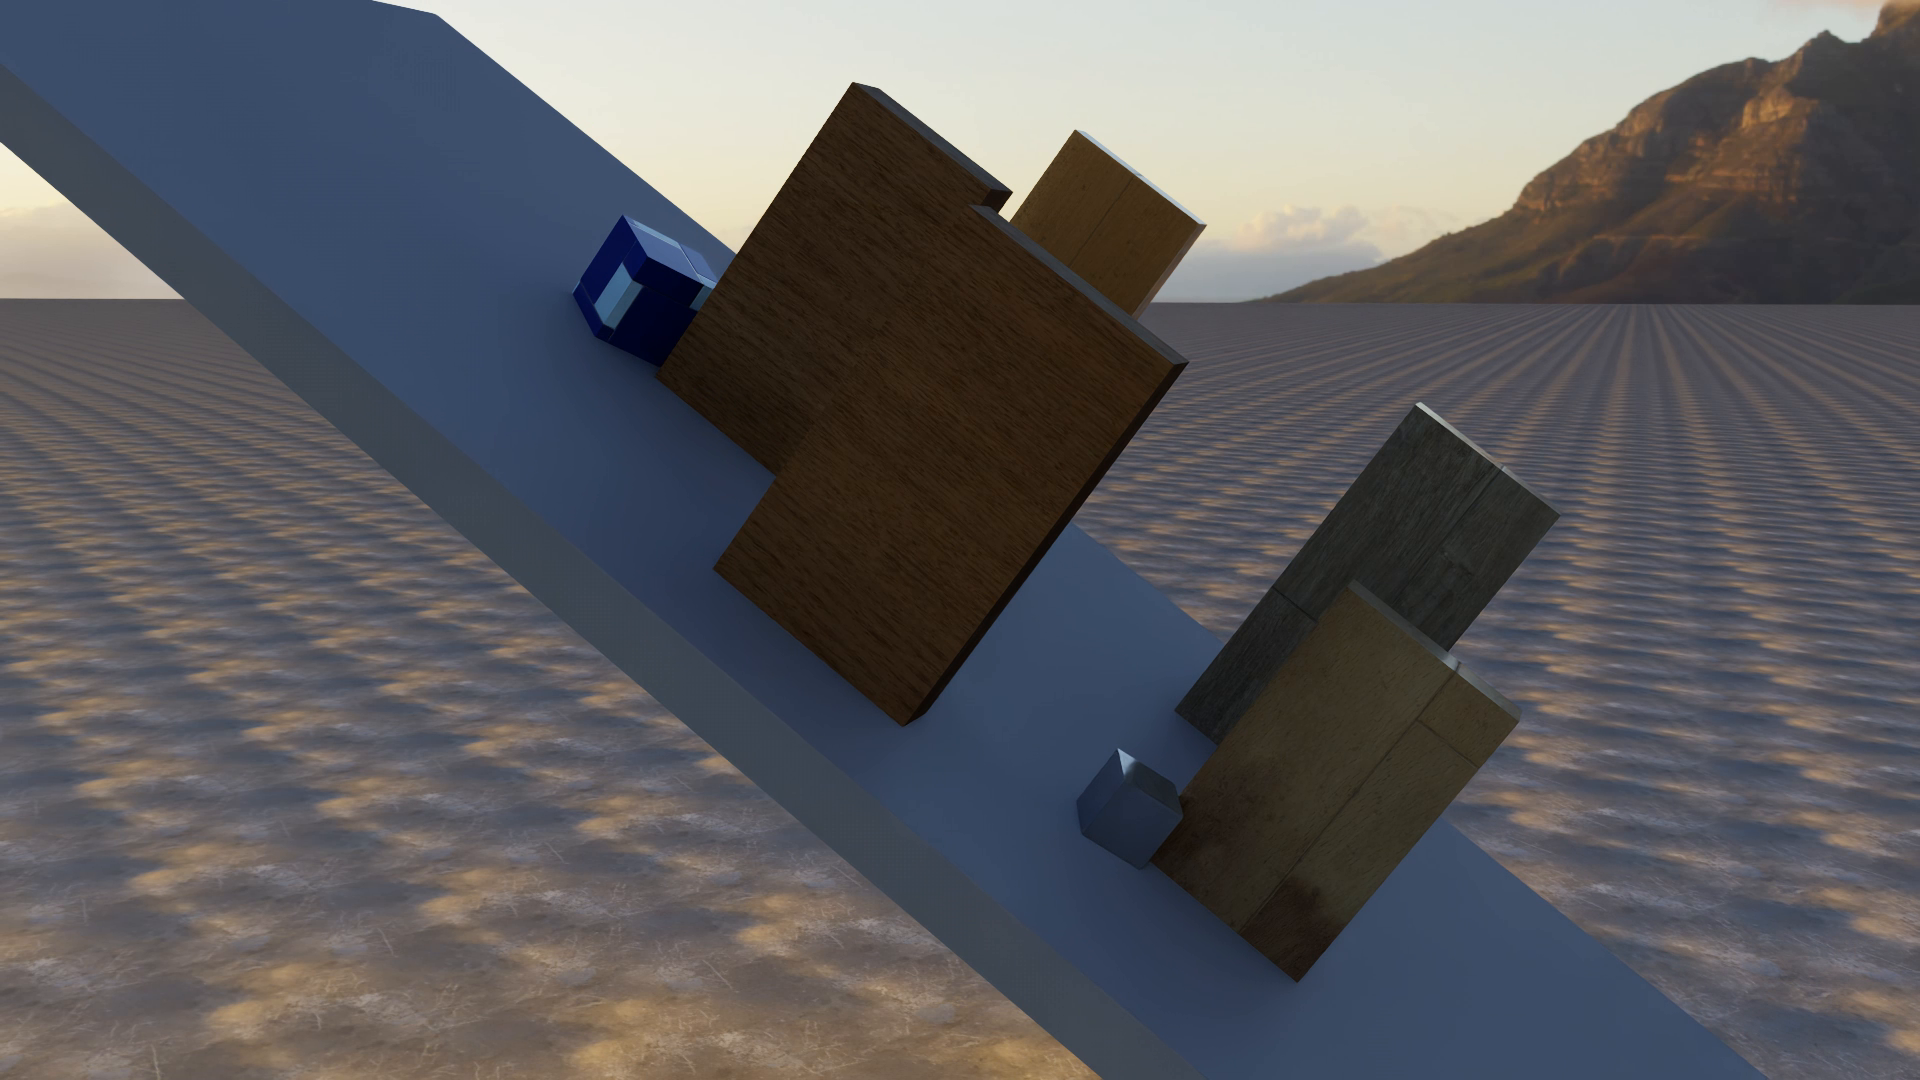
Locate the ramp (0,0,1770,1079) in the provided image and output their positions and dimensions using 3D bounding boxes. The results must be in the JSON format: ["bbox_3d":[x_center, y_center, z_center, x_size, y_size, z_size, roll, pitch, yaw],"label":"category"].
[{"bbox_3d":[-0.058,0.119,4.067,4.000,0.100,2.000,39,16,9],"label":"ramp"}]

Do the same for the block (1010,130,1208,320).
[{"bbox_3d":[0.179,-0.492,4.790,0.337,0.729,0.093,39,16,9],"label":"block"}]

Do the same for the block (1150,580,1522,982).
[{"bbox_3d":[0.576,0.379,3.460,0.327,0.546,0.091,39,16,9],"label":"block"}]

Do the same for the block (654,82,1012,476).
[{"bbox_3d":[-0.231,-0.460,3.977,0.316,0.649,0.142,39,16,9],"label":"block"}]

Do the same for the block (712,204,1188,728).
[{"bbox_3d":[-0.021,-0.110,3.335,0.387,0.692,0.114,39,16,9],"label":"block"}]

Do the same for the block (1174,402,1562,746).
[{"bbox_3d":[0.770,0.138,4.190,0.332,0.750,0.093,39,16,9],"label":"block"}]

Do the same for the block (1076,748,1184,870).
[{"bbox_3d":[0.267,0.425,3.477,0.114,0.114,0.114,33,16,-13],"label":"block"}]

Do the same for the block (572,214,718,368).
[{"bbox_3d":[-0.580,-0.458,4.101,0.181,0.181,0.181,25,20,-36],"label":"block"}]
